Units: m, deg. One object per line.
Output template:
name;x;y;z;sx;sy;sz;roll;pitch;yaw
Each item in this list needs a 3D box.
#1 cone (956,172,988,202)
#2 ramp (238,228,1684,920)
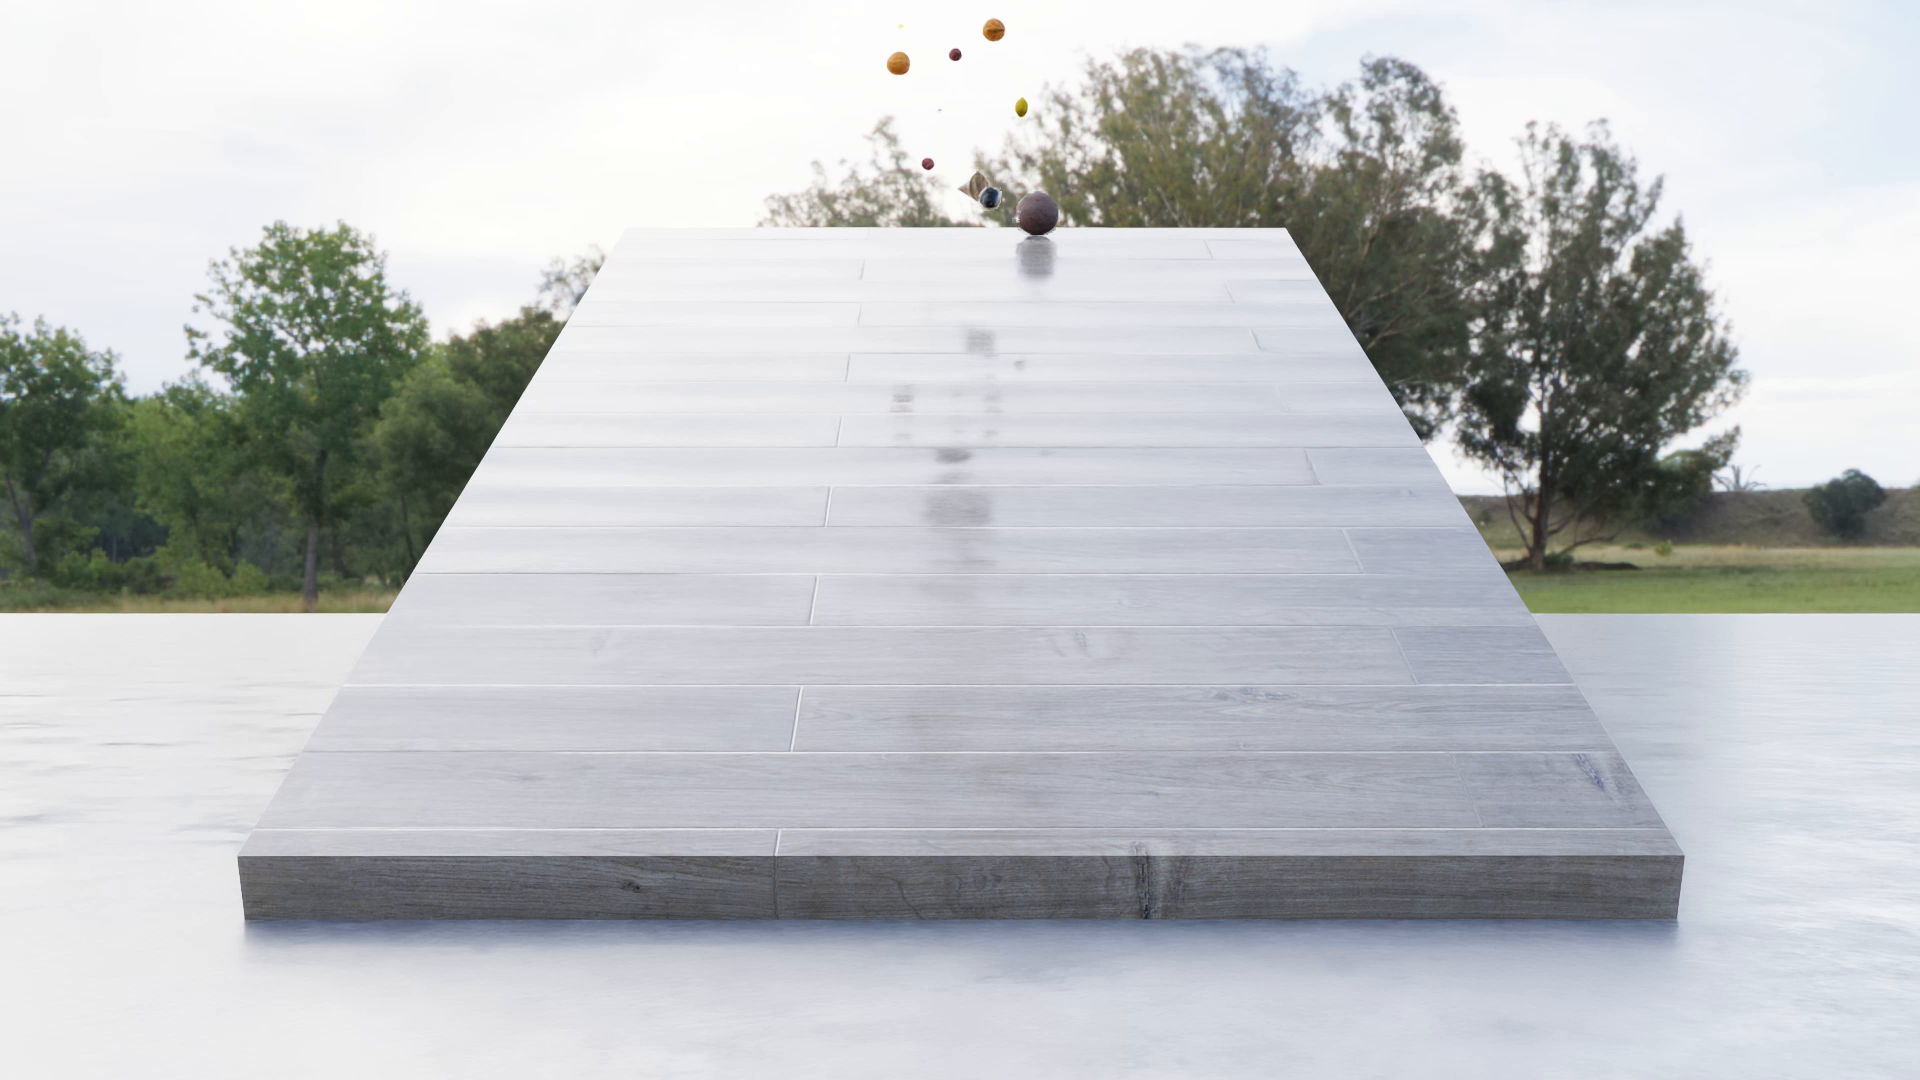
cone;0.021;-1.013;6.531;0.085;0.085;0.085;3;0;39
ramp;-0.005;-0.209;5.029;2.000;0.100;4.000;0;20;0
